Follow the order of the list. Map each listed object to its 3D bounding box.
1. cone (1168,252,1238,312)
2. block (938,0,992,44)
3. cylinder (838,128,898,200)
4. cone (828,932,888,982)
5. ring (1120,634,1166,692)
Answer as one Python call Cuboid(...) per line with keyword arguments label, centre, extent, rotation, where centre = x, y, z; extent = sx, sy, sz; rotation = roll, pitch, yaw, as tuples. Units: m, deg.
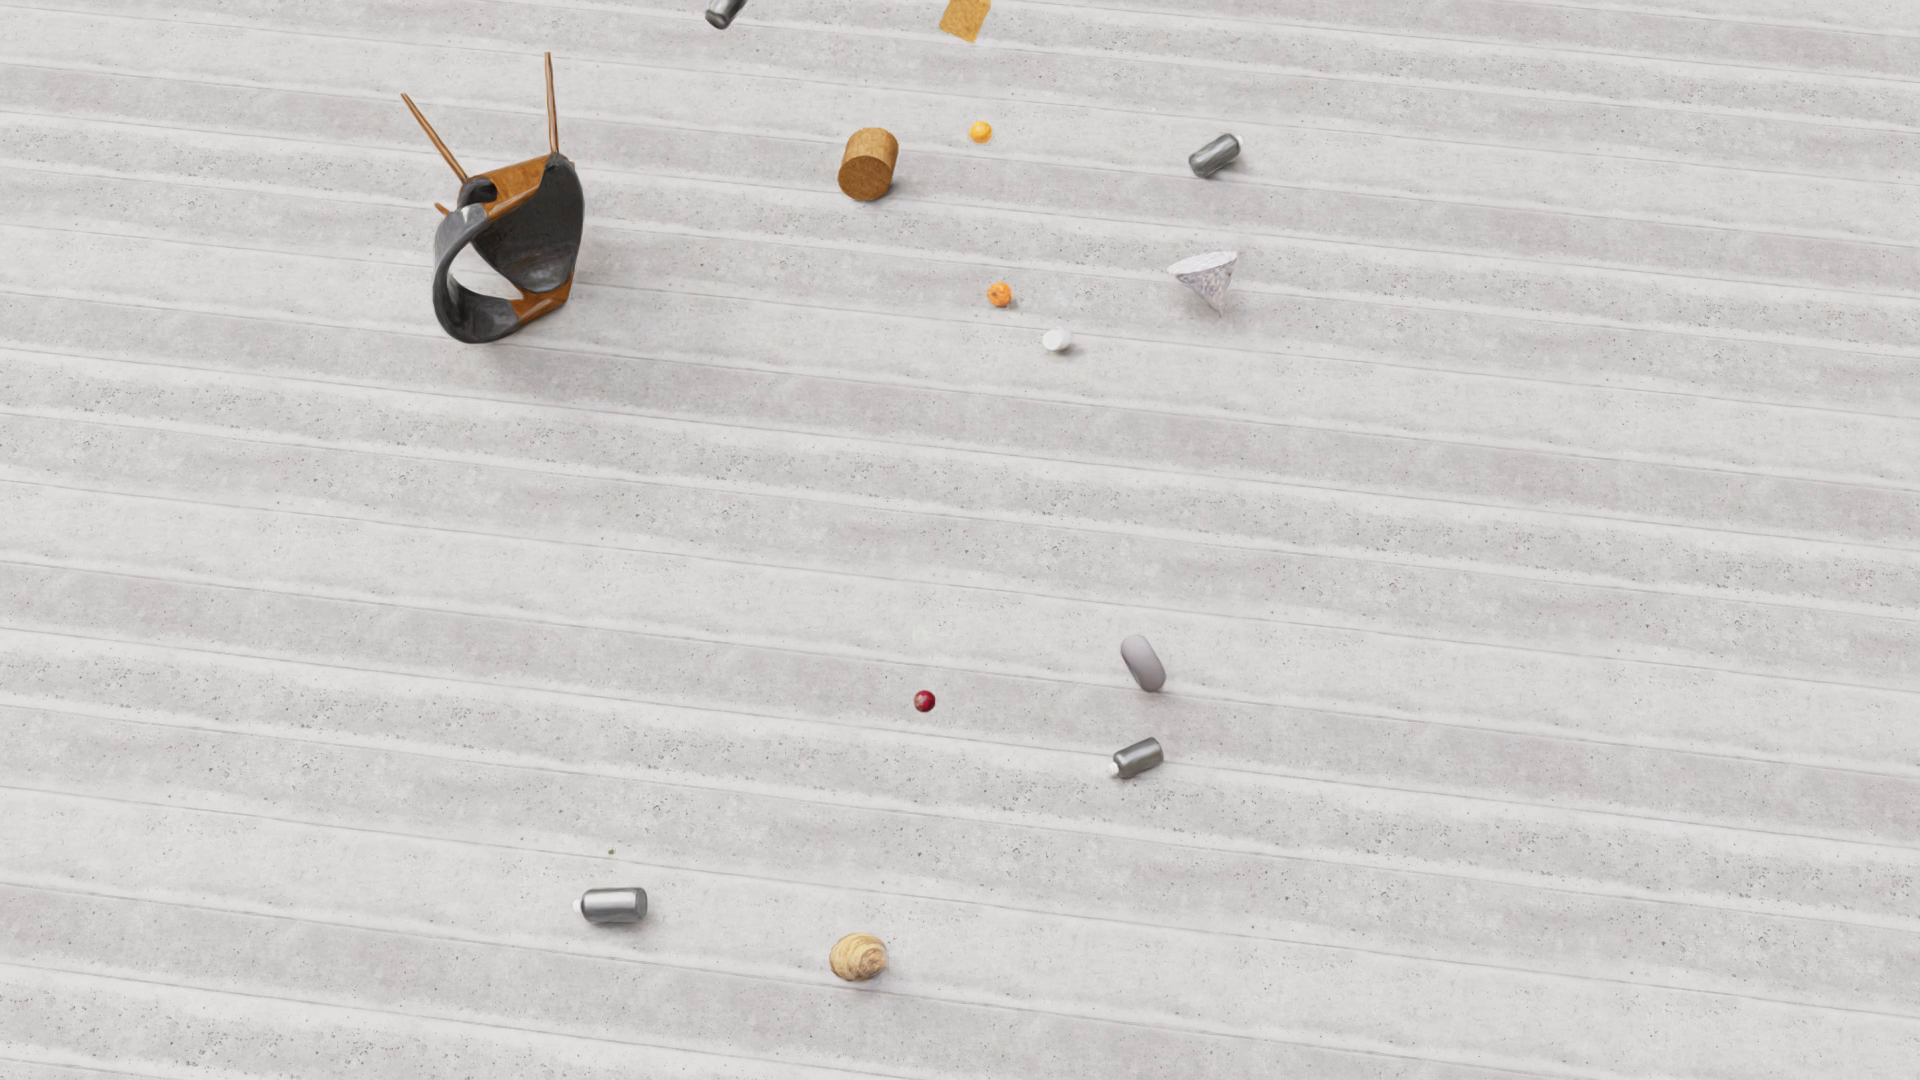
Cuboid(label="cone", centre=(0.802, -0.801, 6.988), extent=(0.239, 0.197, 0.103), rotation=(-8, 35, 27))
Cuboid(label="block", centre=(0.029, -1.569, 6.441), extent=(0.112, 0.129, 0.209), rotation=(24, 35, -5))
Cuboid(label="cylinder", centre=(-0.304, -1.245, 7.281), extent=(0.169, 0.213, 0.139), rotation=(25, 50, -18))
Cuboid(label="cone", centre=(-0.225, 1.089, 5.668), extent=(0.161, 0.261, 0.129), rotation=(-4, 86, -20))
Cuboid(label="ring", centre=(0.517, 0.348, 6.203), extent=(0.078, 0.241, 0.125), rotation=(-34, 50, -4))
